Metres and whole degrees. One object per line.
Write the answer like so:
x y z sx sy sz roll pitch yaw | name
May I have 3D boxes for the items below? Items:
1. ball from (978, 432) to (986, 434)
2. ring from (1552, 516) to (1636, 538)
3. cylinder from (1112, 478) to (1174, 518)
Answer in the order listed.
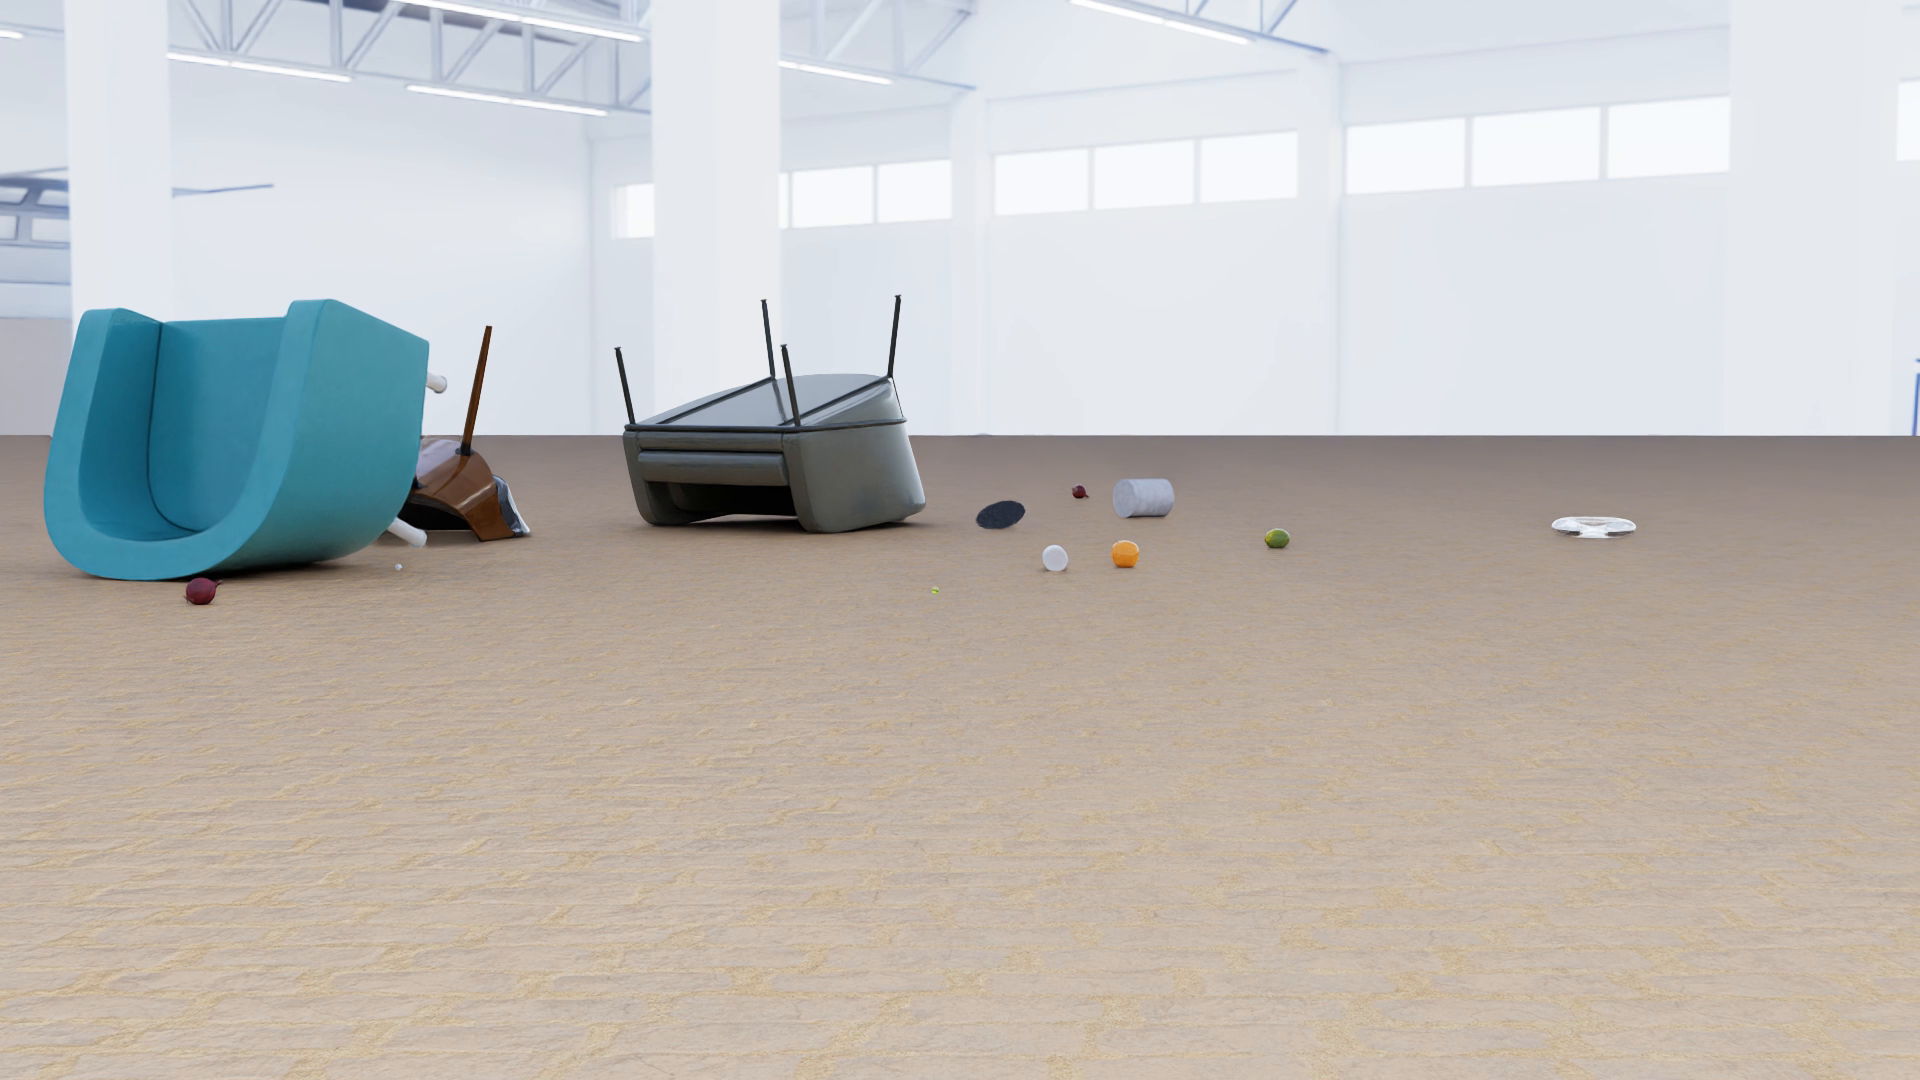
0.239 -1.023 23.290 0.239 0.239 0.239 0 4 0 | ball
1.942 -0.039 6.740 0.250 0.051 0.256 3 6 32 | ring
0.643 -0.148 7.716 0.166 0.136 0.136 -3 14 -33 | cylinder
